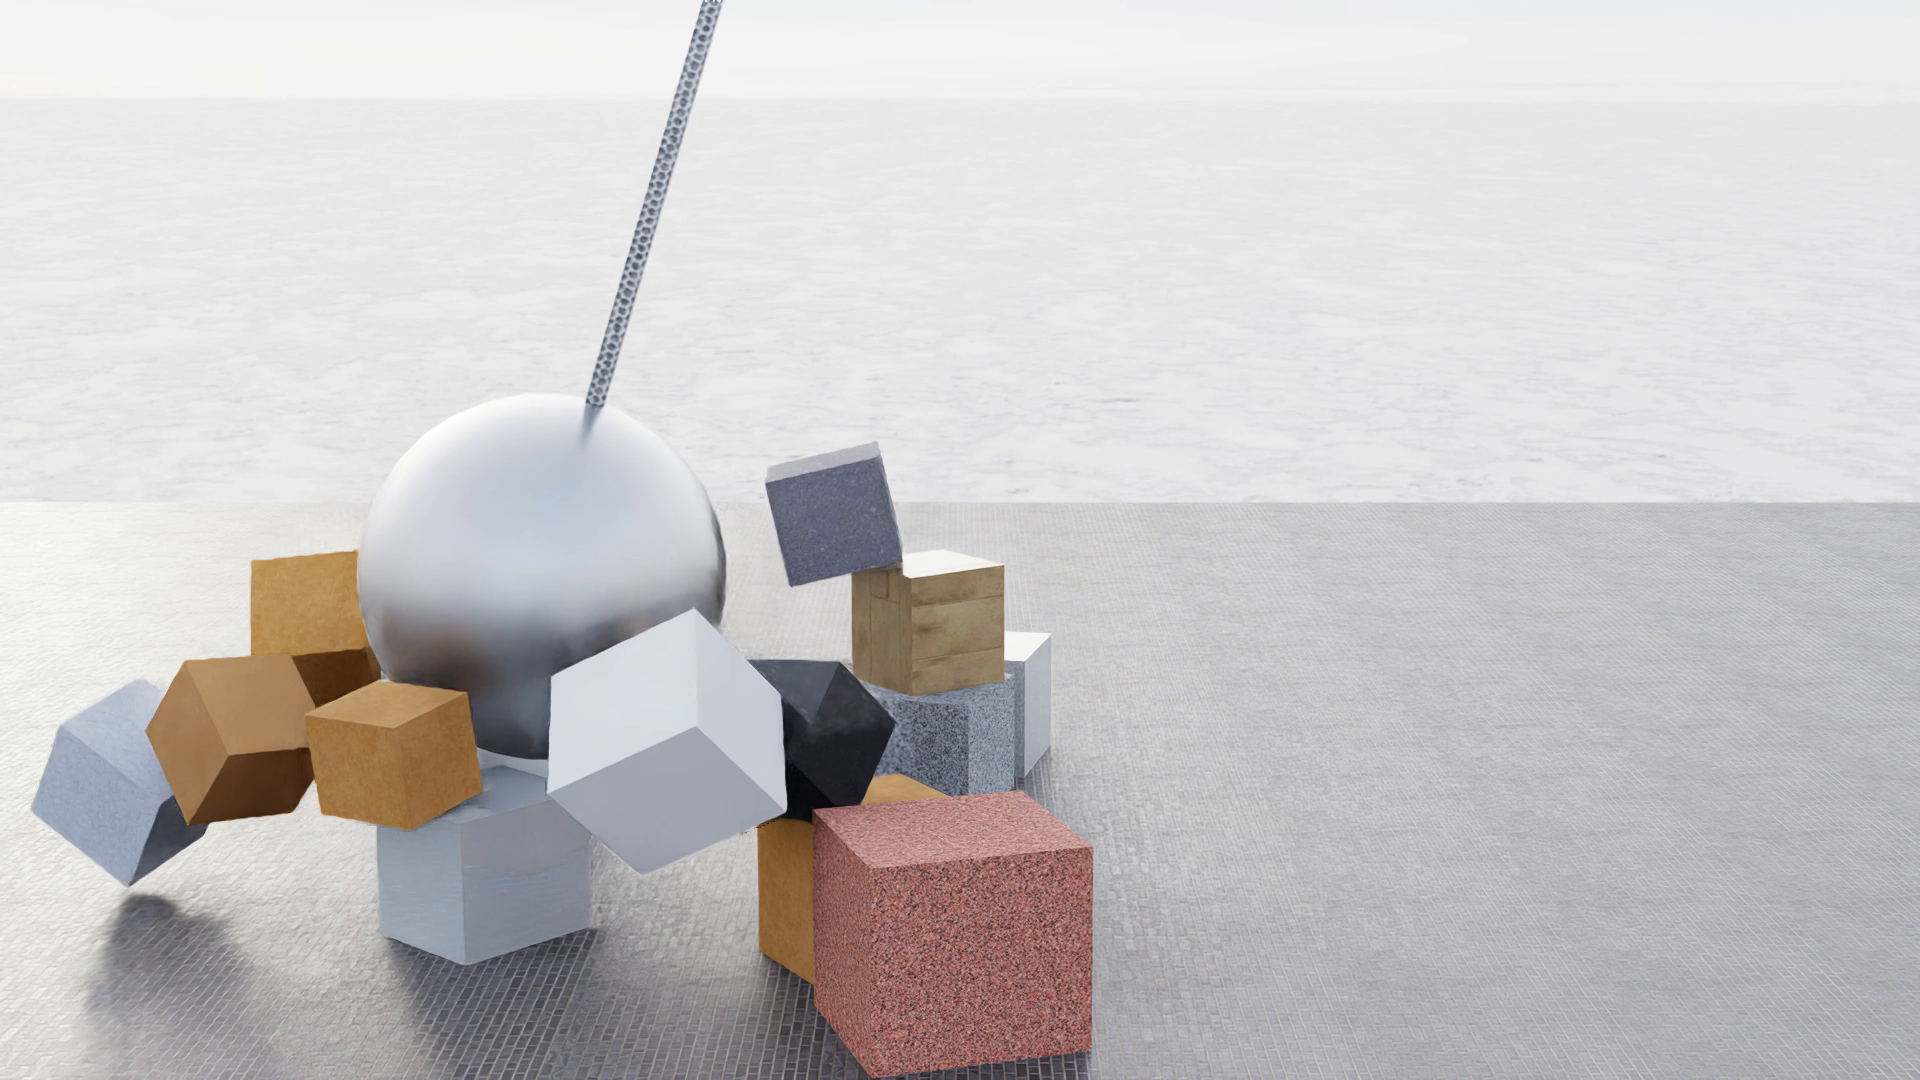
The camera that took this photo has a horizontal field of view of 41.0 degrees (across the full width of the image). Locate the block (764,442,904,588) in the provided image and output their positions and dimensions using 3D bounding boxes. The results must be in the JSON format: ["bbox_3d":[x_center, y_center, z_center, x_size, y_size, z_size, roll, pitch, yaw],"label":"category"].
[{"bbox_3d":[-0.608,-0.132,12.462,0.556,0.518,0.531,-13,10,0],"label":"block"}]

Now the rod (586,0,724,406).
[{"bbox_3d":[-0.787,-3.031,10.629,0.080,5.200,0.080,17,10,-3],"label":"rod"}]

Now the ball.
[{"bbox_3d":[-1.816,0.157,11.209,1.600,1.600,1.600,0,10,0],"label":"ball"}]

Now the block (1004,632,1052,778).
[{"bbox_3d":[0.087,0.832,13.303,0.652,0.602,0.660,2,11,13],"label":"block"}]

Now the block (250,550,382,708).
[{"bbox_3d":[-3.015,0.444,12.029,0.512,0.527,0.549,-6,56,-7],"label":"block"}]

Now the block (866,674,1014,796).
[{"bbox_3d":[-0.125,0.988,12.523,0.594,0.576,0.685,4,11,19],"label":"block"}]

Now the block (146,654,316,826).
[{"bbox_3d":[-3.086,0.848,10.983,0.500,0.471,0.514,-2,49,-46],"label":"block"}]

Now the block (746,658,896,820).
[{"bbox_3d":[-0.640,0.775,9.945,0.519,0.461,0.423,-1,-37,37],"label":"block"}]

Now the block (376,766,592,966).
[{"bbox_3d":[-1.966,1.330,10.598,0.575,0.588,0.649,9,14,42],"label":"block"}]

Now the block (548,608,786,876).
[{"bbox_3d":[-1.083,0.753,9.513,0.643,0.590,0.572,-25,42,17],"label":"block"}]

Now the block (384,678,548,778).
[{"bbox_3d":[-2.303,0.977,12.391,0.768,0.644,0.642,5,12,27],"label":"block"}]

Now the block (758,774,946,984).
[{"bbox_3d":[-0.364,1.366,10.244,0.661,0.648,0.651,-6,12,-30],"label":"block"}]

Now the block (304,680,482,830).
[{"bbox_3d":[-2.281,0.860,10.343,0.496,0.429,0.419,5,19,32],"label":"block"}]

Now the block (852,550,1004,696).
[{"bbox_3d":[-0.157,0.397,12.542,0.550,0.577,0.518,-8,12,-35],"label":"block"}]

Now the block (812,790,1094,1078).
[{"bbox_3d":[-0.039,1.437,9.501,0.835,0.773,0.773,-3,11,-18],"label":"block"}]

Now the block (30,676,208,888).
[{"bbox_3d":[-3.634,1.062,11.292,0.571,0.550,0.503,36,33,9],"label":"block"}]
